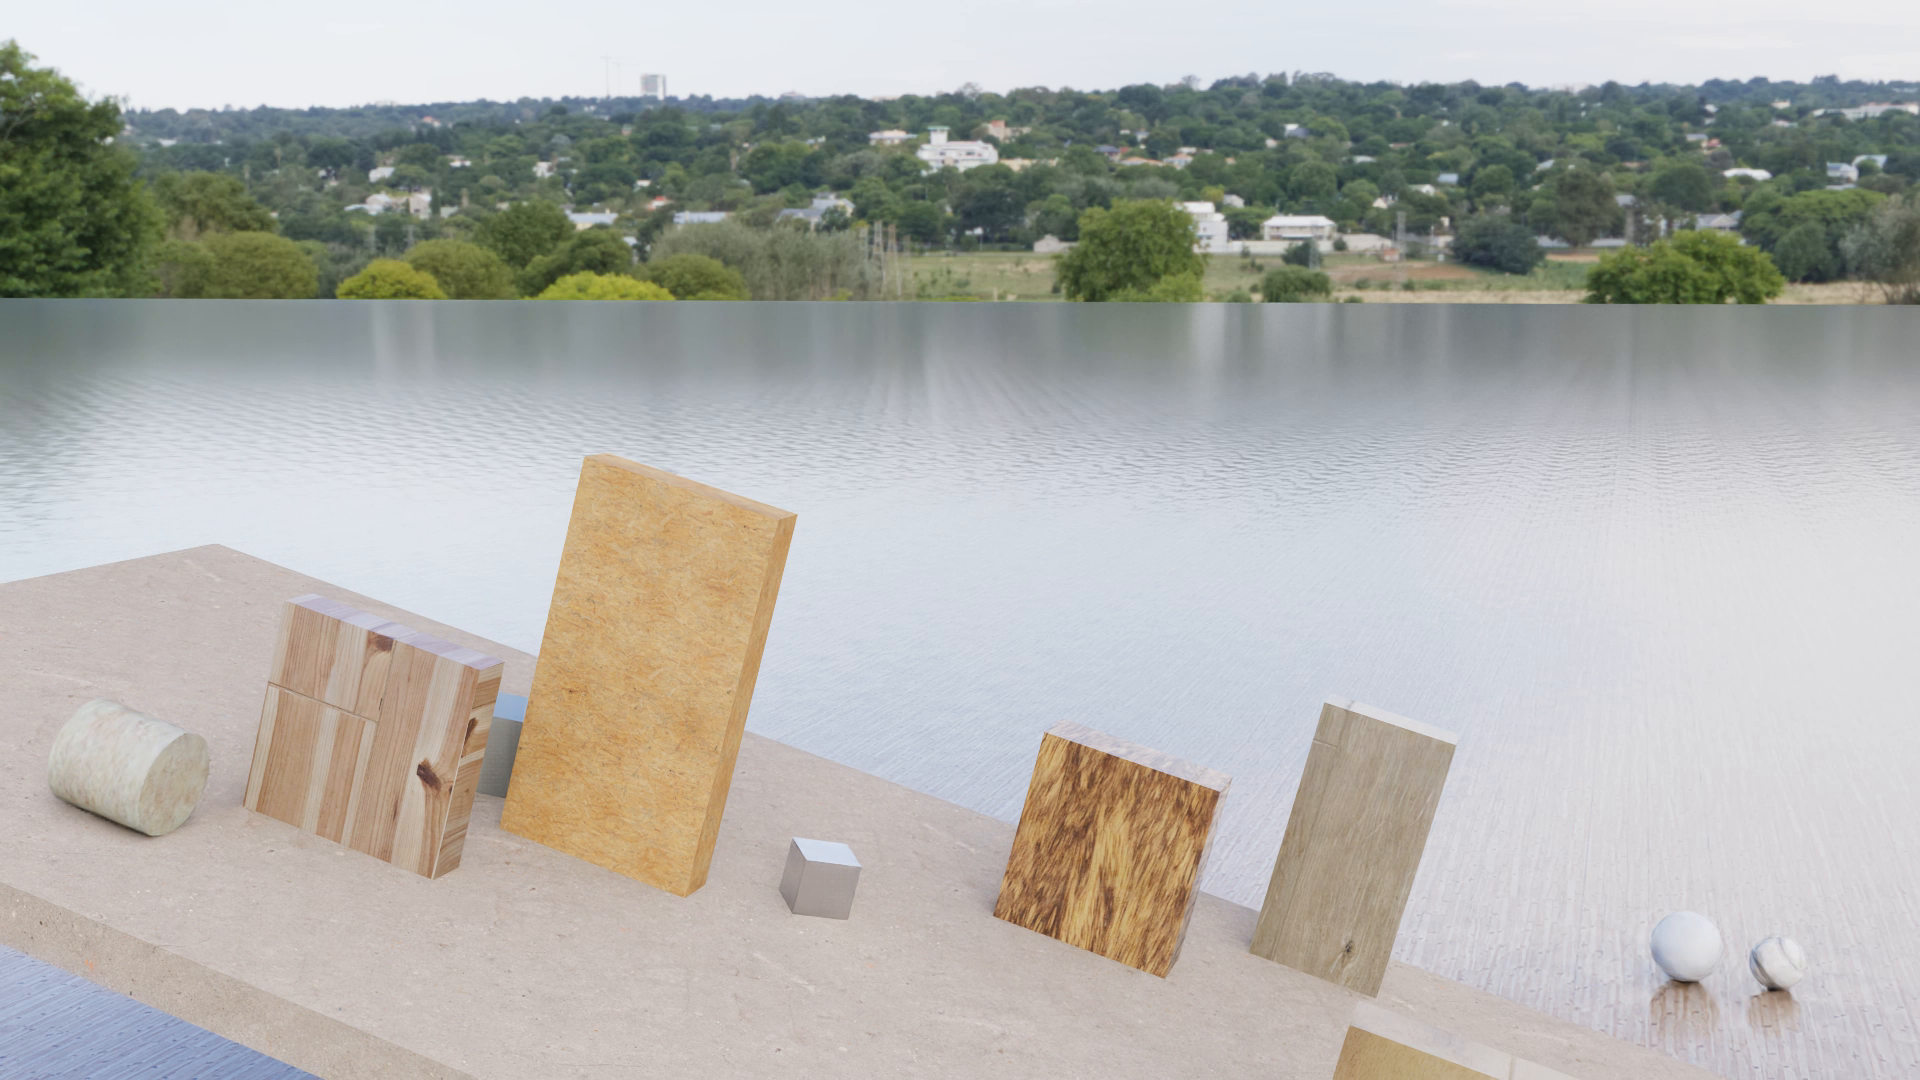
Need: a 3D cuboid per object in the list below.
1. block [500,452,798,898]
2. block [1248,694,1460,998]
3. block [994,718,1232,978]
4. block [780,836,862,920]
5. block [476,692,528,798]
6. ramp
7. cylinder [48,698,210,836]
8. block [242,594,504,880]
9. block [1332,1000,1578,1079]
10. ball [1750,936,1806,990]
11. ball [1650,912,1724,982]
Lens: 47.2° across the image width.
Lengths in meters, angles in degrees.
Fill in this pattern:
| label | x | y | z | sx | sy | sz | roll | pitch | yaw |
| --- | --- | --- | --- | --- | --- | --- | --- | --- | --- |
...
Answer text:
| label | x | y | z | sx | sy | sz | roll | pitch | yaw |
| --- | --- | --- | --- | --- | --- | --- | --- | --- | --- |
| block | -0.602 | 0.257 | 4.212 | 0.406 | 0.758 | 0.098 | 18 | 11 | 14 |
| block | 0.834 | 0.645 | 4.660 | 0.282 | 0.573 | 0.108 | 18 | 11 | 14 |
| block | 0.312 | 0.627 | 4.501 | 0.373 | 0.406 | 0.144 | 18 | 11 | 14 |
| block | -0.274 | 0.664 | 4.311 | 0.114 | 0.114 | 0.114 | 11 | 12 | -21 |
| block | -0.976 | 0.411 | 4.504 | 0.165 | 0.165 | 0.165 | 13 | 11 | -11 |
| ramp | -0.384 | 0.761 | 4.245 | 4.000 | 0.100 | 2.000 | 18 | 11 | 14 |
| cylinder | -1.458 | 0.399 | 3.865 | 0.190 | 0.190 | 0.190 | 18 | 12 | 15 |
| block | -1.075 | 0.356 | 4.022 | 0.409 | 0.404 | 0.089 | 18 | 11 | 14 |
| block | 0.682 | 0.959 | 3.211 | 0.355 | 0.457 | 0.114 | 18 | 11 | 14 |
| ball | 2.118 | 1.097 | 5.699 | 0.138 | 0.138 | 0.138 | 0 | 7 | 0 |
| ball | 1.905 | 1.066 | 5.766 | 0.182 | 0.182 | 0.182 | 0 | 7 | 0 |
